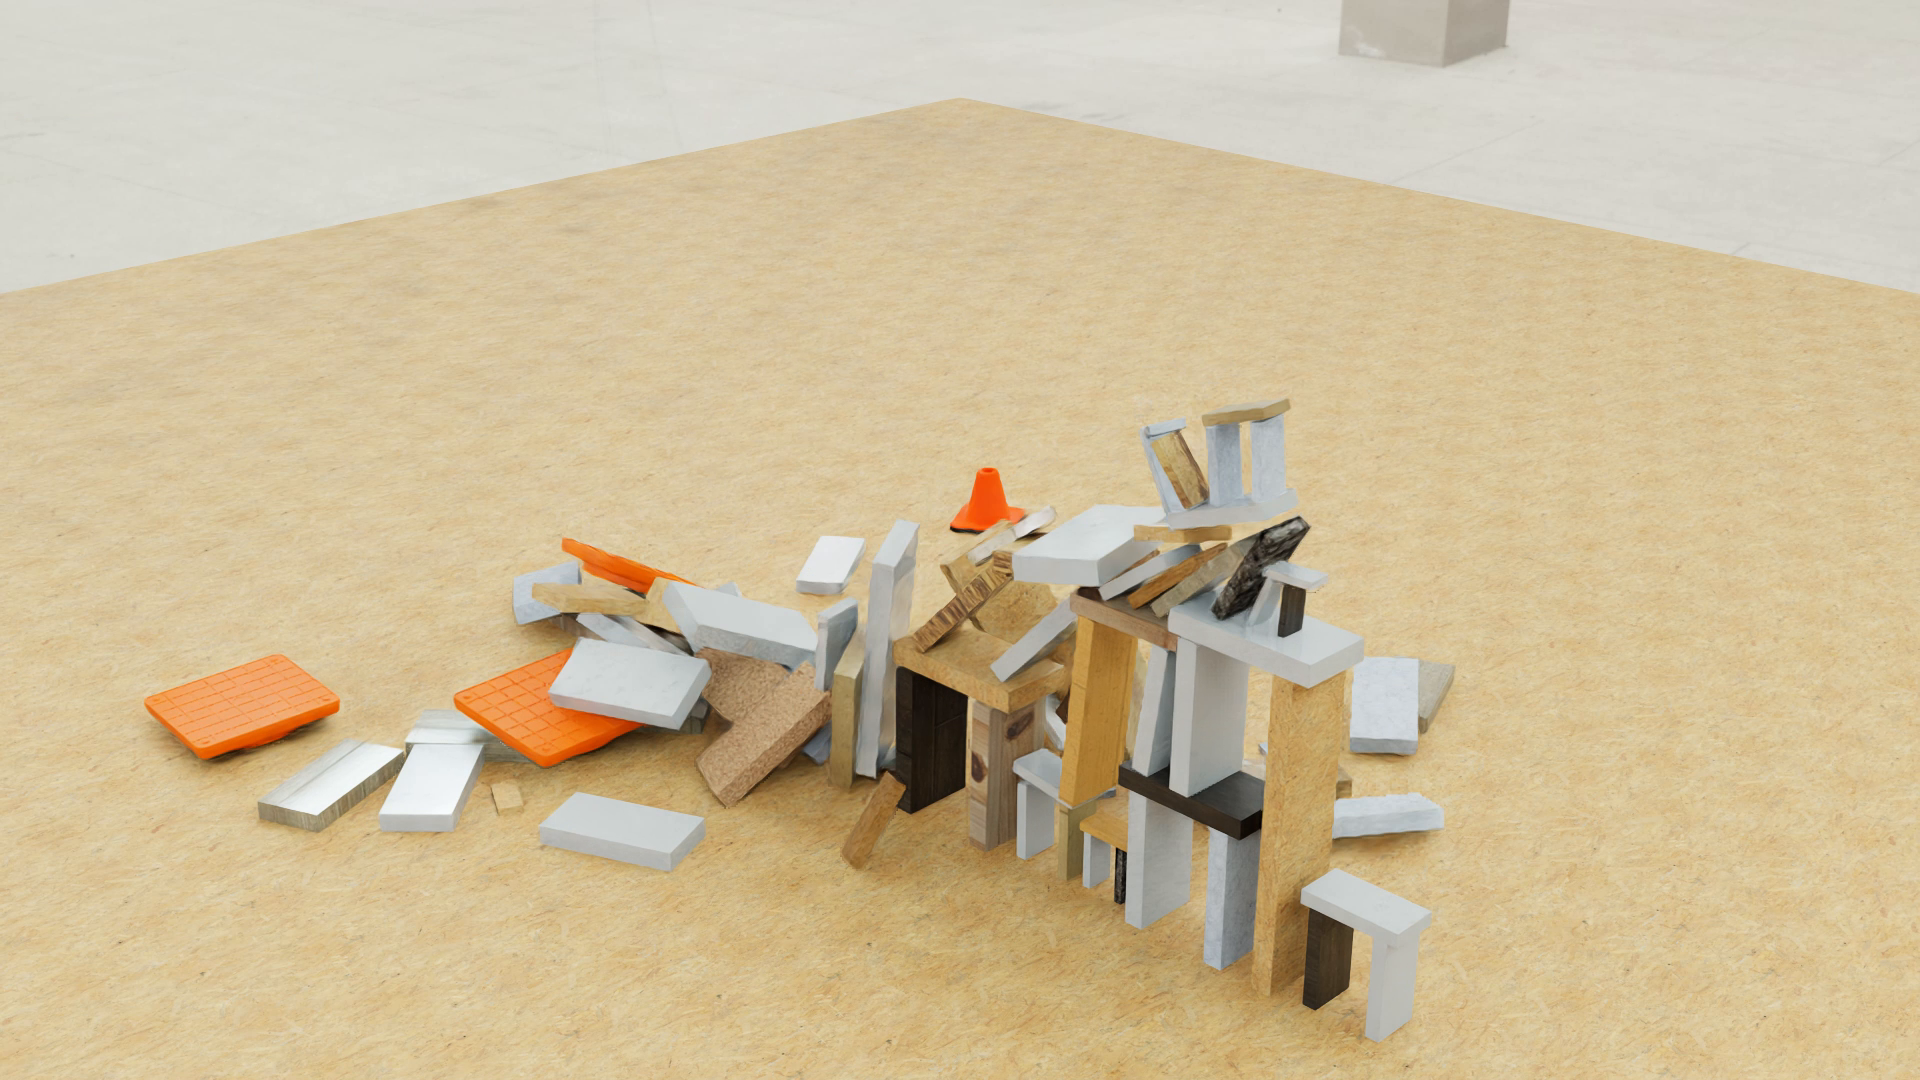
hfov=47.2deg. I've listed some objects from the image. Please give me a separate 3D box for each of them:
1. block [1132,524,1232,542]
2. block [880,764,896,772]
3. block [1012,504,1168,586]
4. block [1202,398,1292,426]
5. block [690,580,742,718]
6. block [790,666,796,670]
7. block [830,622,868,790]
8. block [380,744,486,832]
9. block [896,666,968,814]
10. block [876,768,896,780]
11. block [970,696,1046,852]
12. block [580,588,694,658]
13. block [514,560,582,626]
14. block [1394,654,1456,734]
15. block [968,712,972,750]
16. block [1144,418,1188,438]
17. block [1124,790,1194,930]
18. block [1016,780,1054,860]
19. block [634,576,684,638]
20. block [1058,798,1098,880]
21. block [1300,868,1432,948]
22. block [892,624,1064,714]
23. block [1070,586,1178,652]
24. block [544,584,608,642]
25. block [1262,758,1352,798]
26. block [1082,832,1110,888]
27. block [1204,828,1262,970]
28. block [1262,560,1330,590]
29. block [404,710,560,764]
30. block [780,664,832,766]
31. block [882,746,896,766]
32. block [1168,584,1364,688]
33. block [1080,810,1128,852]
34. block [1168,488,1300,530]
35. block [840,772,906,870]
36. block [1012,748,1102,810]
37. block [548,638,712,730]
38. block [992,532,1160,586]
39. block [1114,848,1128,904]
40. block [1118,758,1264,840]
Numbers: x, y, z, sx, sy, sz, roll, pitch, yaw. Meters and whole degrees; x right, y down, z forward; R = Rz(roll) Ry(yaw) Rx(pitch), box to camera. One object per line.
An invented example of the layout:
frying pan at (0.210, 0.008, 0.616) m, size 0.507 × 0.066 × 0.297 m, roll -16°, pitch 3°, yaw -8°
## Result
block at (0.389, -0.013, 3.862) m, size 0.093 × 0.026 × 0.186 m, roll -3°, pitch 3°, yaw -23°
block at (-0.114, 0.469, 4.584) m, size 0.092 × 0.013 × 0.046 m, roll 9°, pitch 22°, yaw 30°
block at (0.251, 0.007, 4.007) m, size 0.170 × 0.048 × 0.340 m, roll 3°, pitch 18°, yaw 30°
block at (0.471, -0.210, 3.626) m, size 0.068 × 0.019 × 0.136 m, roll -21°, pitch 11°, yaw -39°
block at (-0.508, 0.237, 4.800) m, size 0.139 × 0.039 × 0.277 m, roll -28°, pitch 59°, yaw 4°
block at (-0.392, 0.297, 4.877) m, size 0.139 × 0.039 × 0.277 m, roll -16°, pitch 48°, yaw -26°
block at (-0.214, 0.339, 4.484) m, size 0.045 × 0.320 × 0.160 m, roll 14°, pitch 42°, yaw 10°
block at (-1.080, 0.507, 4.513) m, size 0.145 × 0.041 × 0.291 m, roll 0°, pitch 23°, yaw 1°
block at (-0.057, 0.383, 4.452) m, size 0.045 × 0.317 × 0.158 m, roll 23°, pitch 32°, yaw 39°
block at (-0.167, 0.482, 4.609) m, size 0.092 × 0.013 × 0.046 m, roll 18°, pitch 29°, yaw 37°
block at (0.094, 0.441, 4.315) m, size 0.158 × 0.317 × 0.045 m, roll -21°, pitch 33°, yaw -40°
block at (-0.716, 0.206, 5.107) m, size 0.315 × 0.045 × 0.158 m, roll 22°, pitch 32°, yaw 34°
block at (-0.988, 0.124, 5.281) m, size 0.158 × 0.045 × 0.315 m, roll -16°, pitch 15°, yaw -7°
block at (1.003, 0.342, 4.903) m, size 0.140 × 0.040 × 0.280 m, roll 10°, pitch 25°, yaw 22°
block at (0.052, 0.413, 4.752) m, size 0.063 × 0.018 × 0.125 m, roll 1°, pitch 27°, yaw -2°
block at (0.355, -0.194, 3.807) m, size 0.063 × 0.018 × 0.127 m, roll -13°, pitch 0°, yaw 1°
block at (0.370, 0.567, 4.067) m, size 0.040 × 0.280 × 0.140 m, roll 21°, pitch 31°, yaw 41°
block at (0.148, 0.535, 4.291) m, size 0.023 × 0.164 × 0.082 m, roll 21°, pitch 31°, yaw 41°
block at (-0.620, 0.164, 5.010) m, size 0.230 × 0.033 × 0.115 m, roll 14°, pitch 69°, yaw 30°
block at (0.226, 0.564, 4.220) m, size 0.082 × 0.164 × 0.023 m, roll -21°, pitch 31°, yaw -40°
block at (0.691, 0.625, 3.744) m, size 0.198 × 0.028 × 0.099 m, roll 21°, pitch 31°, yaw 41°
block at (0.035, 0.243, 4.315) m, size 0.317 × 0.045 × 0.158 m, roll 21°, pitch 31°, yaw 40°
block at (0.334, 0.128, 3.920) m, size 0.131 × 0.037 × 0.262 m, roll -20°, pitch 29°, yaw -40°
block at (-0.844, 0.194, 5.247) m, size 0.157 × 0.045 × 0.315 m, roll -19°, pitch 29°, yaw -37°
block at (0.656, 0.497, 4.540) m, size 0.272 × 0.039 × 0.136 m, roll -6°, pitch 24°, yaw -14°
block at (0.262, 0.600, 4.194) m, size 0.017 × 0.119 × 0.059 m, roll 21°, pitch 31°, yaw 41°
block at (0.502, 0.618, 3.945) m, size 0.040 × 0.280 × 0.140 m, roll 21°, pitch 31°, yaw 41°
block at (0.557, 0.058, 3.649) m, size 0.049 × 0.014 × 0.099 m, roll -21°, pitch 28°, yaw -41°
block at (-1.021, 0.420, 4.716) m, size 0.296 × 0.042 × 0.148 m, roll 1°, pitch 24°, yaw 3°
block at (-0.357, 0.363, 4.722) m, size 0.277 × 0.039 × 0.139 m, roll 28°, pitch 71°, yaw 37°
block at (-0.160, 0.454, 4.585) m, size 0.092 × 0.013 × 0.046 m, roll -13°, pitch 27°, yaw 28°
block at (0.518, 0.160, 3.736) m, size 0.150 × 0.043 × 0.301 m, roll -21°, pitch 31°, yaw -41°
block at (0.290, 0.549, 4.142) m, size 0.119 × 0.017 × 0.059 m, roll 21°, pitch 31°, yaw 41°
block at (0.459, -0.051, 3.704) m, size 0.201 × 0.028 × 0.100 m, roll -6°, pitch 12°, yaw 45°
block at (-0.167, 0.540, 4.247) m, size 0.026 × 0.182 × 0.091 m, roll 30°, pitch -2°, yaw -15°
block at (0.187, 0.456, 4.218) m, size 0.082 × 0.023 × 0.164 m, roll -19°, pitch 35°, yaw -38°
block at (-0.696, 0.301, 4.637) m, size 0.313 × 0.044 × 0.157 m, roll 8°, pitch 49°, yaw 25°
block at (0.215, 0.035, 4.086) m, size 0.280 × 0.040 × 0.140 m, roll 7°, pitch 20°, yaw 39°
block at (0.318, 0.622, 4.143) m, size 0.017 × 0.119 × 0.059 m, roll 21°, pitch 31°, yaw 41°
block at (0.436, 0.446, 3.943) m, size 0.280 × 0.040 × 0.140 m, roll 21°, pitch 31°, yaw 41°
